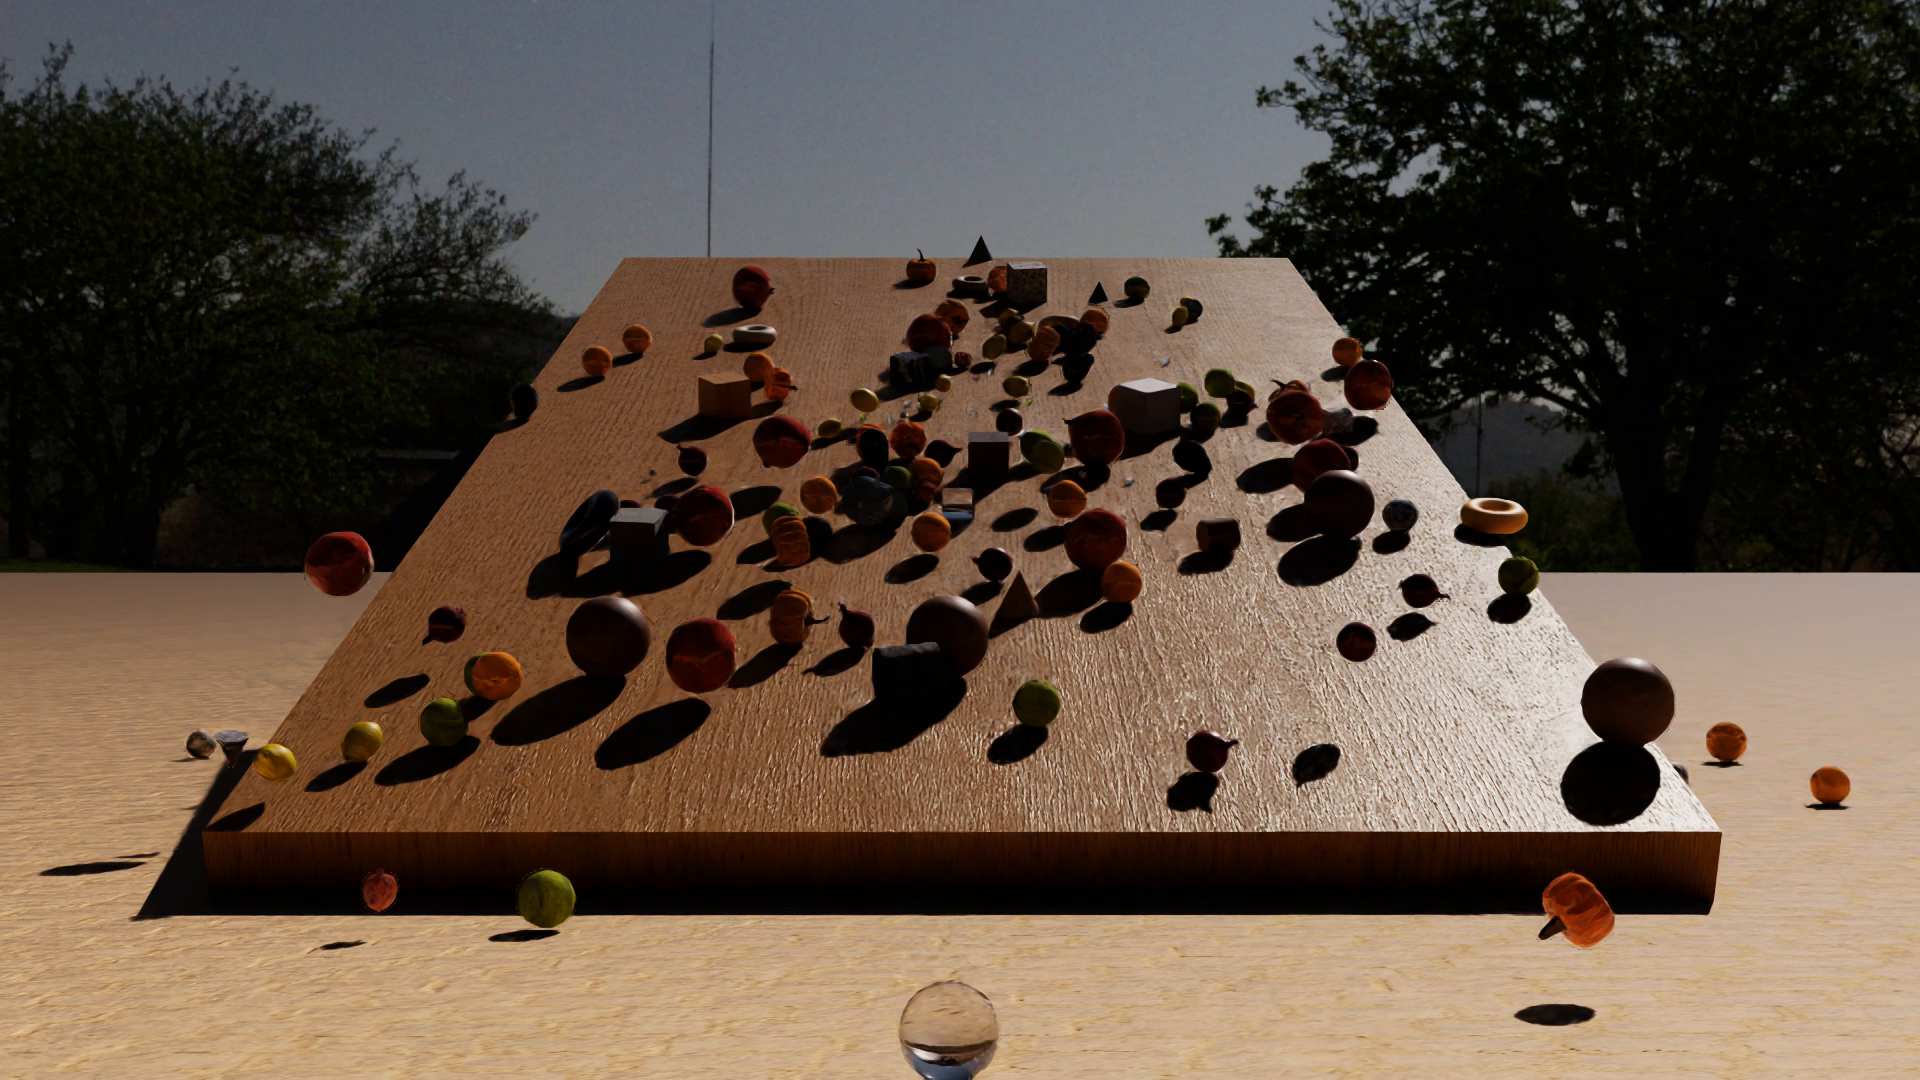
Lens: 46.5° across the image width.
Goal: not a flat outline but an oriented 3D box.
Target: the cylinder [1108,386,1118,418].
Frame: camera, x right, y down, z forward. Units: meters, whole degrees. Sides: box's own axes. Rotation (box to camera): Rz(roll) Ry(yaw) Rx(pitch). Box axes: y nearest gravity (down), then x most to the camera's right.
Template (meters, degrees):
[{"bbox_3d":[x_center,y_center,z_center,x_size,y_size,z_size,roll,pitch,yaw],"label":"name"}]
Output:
[{"bbox_3d":[0.383,-0.308,4.951,0.077,0.077,0.077,-14,8,-37],"label":"cylinder"}]

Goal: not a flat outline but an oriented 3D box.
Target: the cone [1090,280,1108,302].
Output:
[{"bbox_3d":[0.383,-0.689,6.159,0.054,0.054,0.054,0,18,0],"label":"cone"}]

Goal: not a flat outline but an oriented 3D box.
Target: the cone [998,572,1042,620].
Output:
[{"bbox_3d":[0.100,0.085,3.741,0.074,0.074,0.074,0,18,0],"label":"cone"}]

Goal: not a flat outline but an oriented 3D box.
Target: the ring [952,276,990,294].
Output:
[{"bbox_3d":[0.032,-0.715,6.269,0.107,0.036,0.107,3,20,-1],"label":"ring"}]

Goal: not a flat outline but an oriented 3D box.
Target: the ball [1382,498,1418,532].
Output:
[{"bbox_3d":[0.820,-0.046,4.166,0.065,0.065,0.065,0,-1,0],"label":"ball"}]

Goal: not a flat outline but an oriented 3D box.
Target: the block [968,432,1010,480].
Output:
[{"bbox_3d":[0.057,-0.170,4.517,0.081,0.081,0.081,0,18,-1],"label":"block"}]

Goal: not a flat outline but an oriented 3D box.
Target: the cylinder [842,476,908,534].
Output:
[{"bbox_3d":[-0.159,-0.066,4.183,0.090,0.090,0.090,0,17,-35],"label":"cylinder"}]

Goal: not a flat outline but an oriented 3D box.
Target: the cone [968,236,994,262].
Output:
[{"bbox_3d":[0.063,-0.879,6.713,0.074,0.074,0.074,0,18,0],"label":"cone"}]

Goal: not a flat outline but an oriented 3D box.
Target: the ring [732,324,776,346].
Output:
[{"bbox_3d":[-0.520,-0.518,5.659,0.113,0.038,0.113,1,17,0],"label":"ring"}]

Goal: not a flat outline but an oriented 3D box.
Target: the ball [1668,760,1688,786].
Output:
[{"bbox_3d":[1.387,0.463,4.360,0.065,0.065,0.065,0,-1,0],"label":"ball"}]

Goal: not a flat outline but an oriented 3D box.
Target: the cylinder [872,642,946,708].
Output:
[{"bbox_3d":[-0.077,0.202,3.353,0.090,0.090,0.090,-6,1,-16],"label":"cylinder"}]

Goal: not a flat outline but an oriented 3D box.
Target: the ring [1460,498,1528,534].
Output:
[{"bbox_3d":[1.003,-0.045,4.202,0.126,0.042,0.126,1,19,0],"label":"ring"}]

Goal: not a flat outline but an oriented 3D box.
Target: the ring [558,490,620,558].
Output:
[{"bbox_3d":[-0.668,-0.029,4.026,0.048,0.143,0.143,40,-17,-20],"label":"ring"}]

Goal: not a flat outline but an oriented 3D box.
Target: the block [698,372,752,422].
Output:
[{"bbox_3d":[-0.522,-0.318,4.960,0.087,0.087,0.087,-11,21,-31],"label":"block"}]

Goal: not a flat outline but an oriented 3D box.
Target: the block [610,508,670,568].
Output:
[{"bbox_3d":[-0.573,-0.005,4.002,0.083,0.083,0.083,3,18,9],"label":"block"}]

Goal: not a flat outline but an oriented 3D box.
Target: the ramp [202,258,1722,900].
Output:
[{"bbox_3d":[-0.003,-0.186,4.860,2.000,0.100,4.000,0,18,0],"label":"ramp"}]

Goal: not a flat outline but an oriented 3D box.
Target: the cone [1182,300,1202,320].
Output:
[{"bbox_3d":[0.616,-0.609,5.962,0.055,0.055,0.055,0,-9,-1],"label":"cone"}]

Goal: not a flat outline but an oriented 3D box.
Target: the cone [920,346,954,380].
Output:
[{"bbox_3d":[-0.051,-0.412,5.328,0.087,0.087,0.087,0,-9,10],"label":"cone"}]

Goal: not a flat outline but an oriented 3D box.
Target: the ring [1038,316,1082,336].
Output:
[{"bbox_3d":[0.255,-0.547,5.701,0.114,0.038,0.114,0,-4,0],"label":"ring"}]

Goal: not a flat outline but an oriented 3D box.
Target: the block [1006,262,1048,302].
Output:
[{"bbox_3d":[0.184,-0.710,6.160,0.094,0.094,0.094,-3,18,-10],"label":"block"}]

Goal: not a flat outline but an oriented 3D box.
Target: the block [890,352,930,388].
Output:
[{"bbox_3d":[-0.118,-0.401,5.252,0.066,0.066,0.066,12,22,33],"label":"block"}]

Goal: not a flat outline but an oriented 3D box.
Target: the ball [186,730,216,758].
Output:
[{"bbox_3d":[-1.753,0.472,5.164,0.065,0.065,0.065,0,-1,0],"label":"ball"}]

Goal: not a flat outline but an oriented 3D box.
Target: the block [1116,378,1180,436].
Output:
[{"bbox_3d":[0.410,-0.290,4.862,0.096,0.096,0.096,-13,22,-35],"label":"block"}]

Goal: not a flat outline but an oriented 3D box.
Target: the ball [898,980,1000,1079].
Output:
[{"bbox_3d":[-0.009,0.423,1.920,0.088,0.088,0.088,0,-1,0],"label":"ball"}]

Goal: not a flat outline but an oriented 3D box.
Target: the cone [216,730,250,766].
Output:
[{"bbox_3d":[-1.172,0.340,3.599,0.053,0.053,0.053,6,15,-2],"label":"cone"}]
